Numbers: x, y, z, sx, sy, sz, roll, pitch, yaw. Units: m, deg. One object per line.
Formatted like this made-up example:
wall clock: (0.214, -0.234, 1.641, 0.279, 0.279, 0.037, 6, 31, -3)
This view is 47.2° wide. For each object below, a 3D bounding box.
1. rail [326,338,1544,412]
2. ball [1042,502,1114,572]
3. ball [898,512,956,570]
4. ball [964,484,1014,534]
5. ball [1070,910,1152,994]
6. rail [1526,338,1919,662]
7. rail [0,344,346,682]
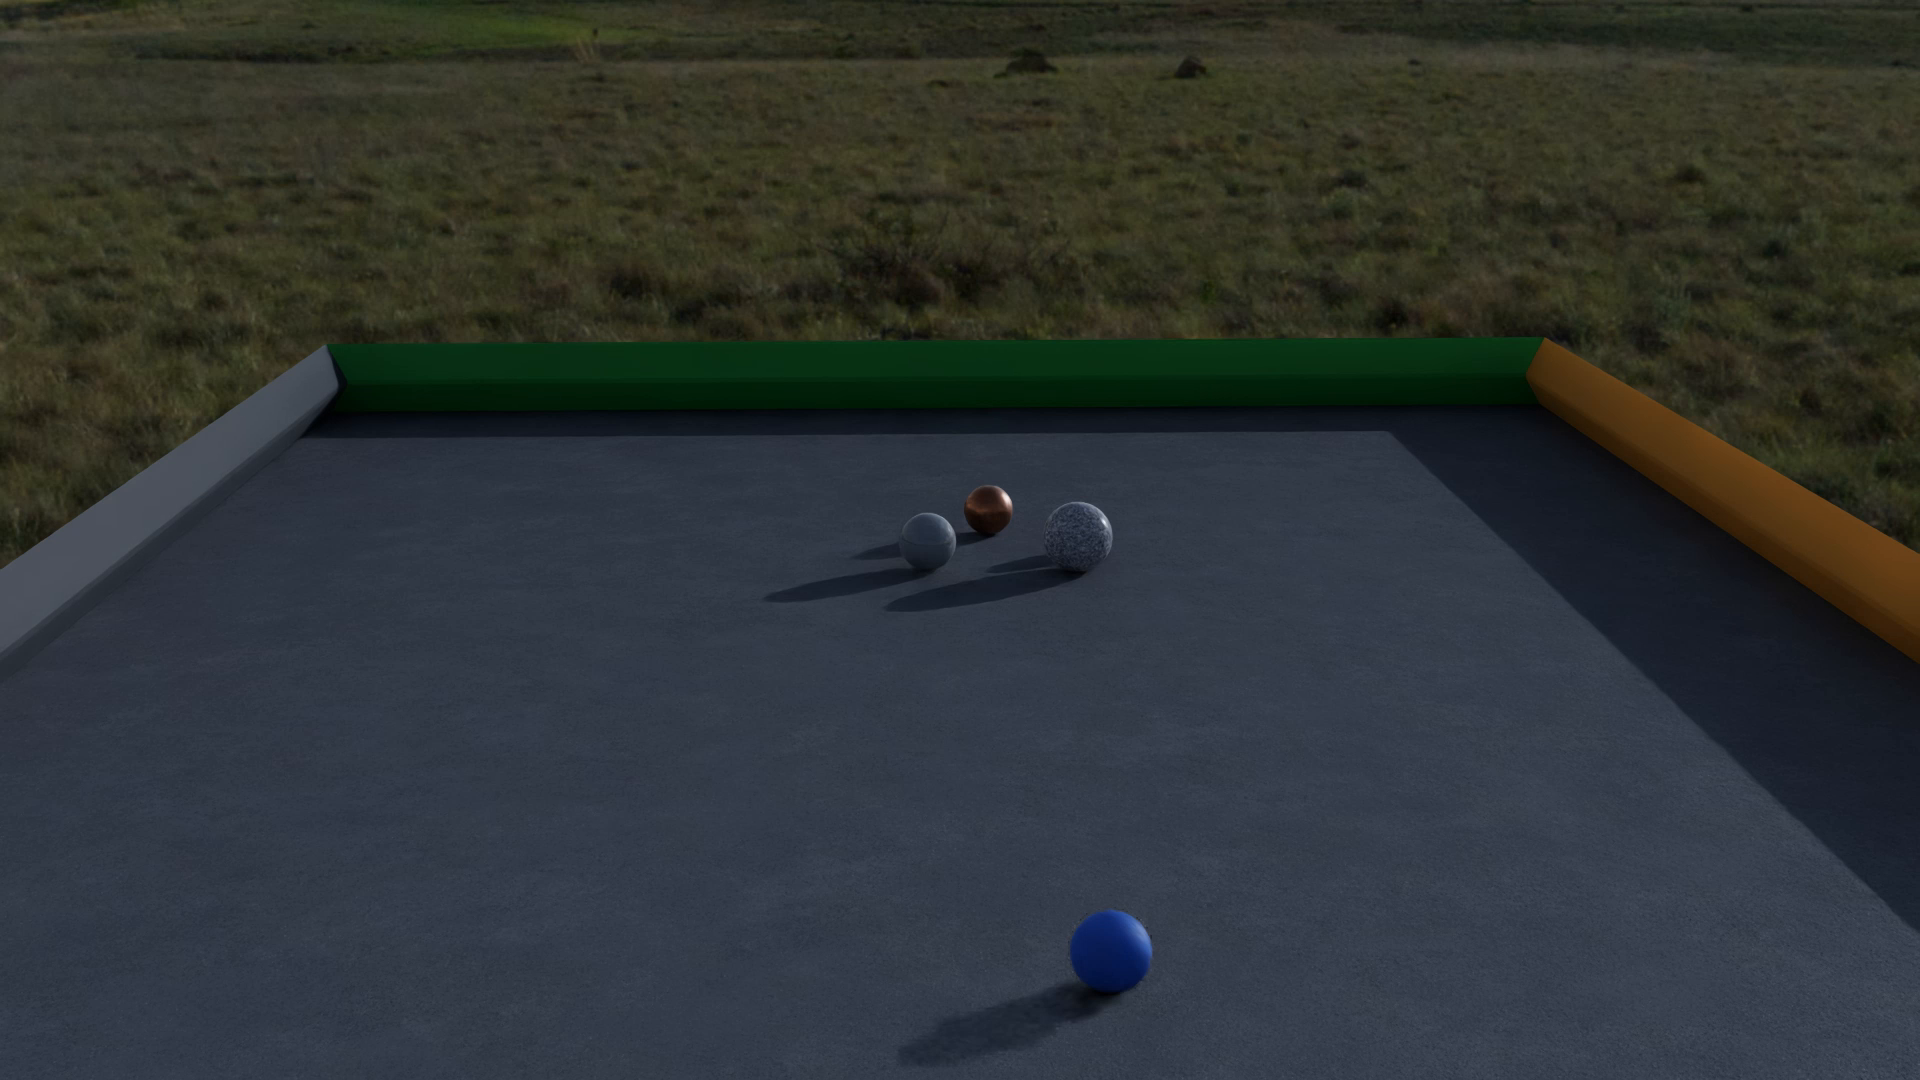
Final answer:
rail: (-0.034, -0.294, 3.948, 2.196, 0.122, 0.045, 0, 15, -2)
ball: (0.156, -0.004, 2.917, 0.094, 0.094, 0.094, 0, 15, 0)
ball: (-0.043, 0.002, 2.926, 0.077, 0.077, 0.077, 0, 15, 0)
ball: (0.040, -0.043, 3.110, 0.070, 0.070, 0.070, 0, 15, 0)
ball: (0.119, 0.325, 1.736, 0.065, 0.065, 0.065, 0, 15, 0)
rail: (1.109, 0.242, 1.935, 0.045, 0.122, 4.287, 0, 15, -2)
rail: (-1.039, 0.260, 1.867, 0.045, 0.122, 4.287, 0, 15, -2)
